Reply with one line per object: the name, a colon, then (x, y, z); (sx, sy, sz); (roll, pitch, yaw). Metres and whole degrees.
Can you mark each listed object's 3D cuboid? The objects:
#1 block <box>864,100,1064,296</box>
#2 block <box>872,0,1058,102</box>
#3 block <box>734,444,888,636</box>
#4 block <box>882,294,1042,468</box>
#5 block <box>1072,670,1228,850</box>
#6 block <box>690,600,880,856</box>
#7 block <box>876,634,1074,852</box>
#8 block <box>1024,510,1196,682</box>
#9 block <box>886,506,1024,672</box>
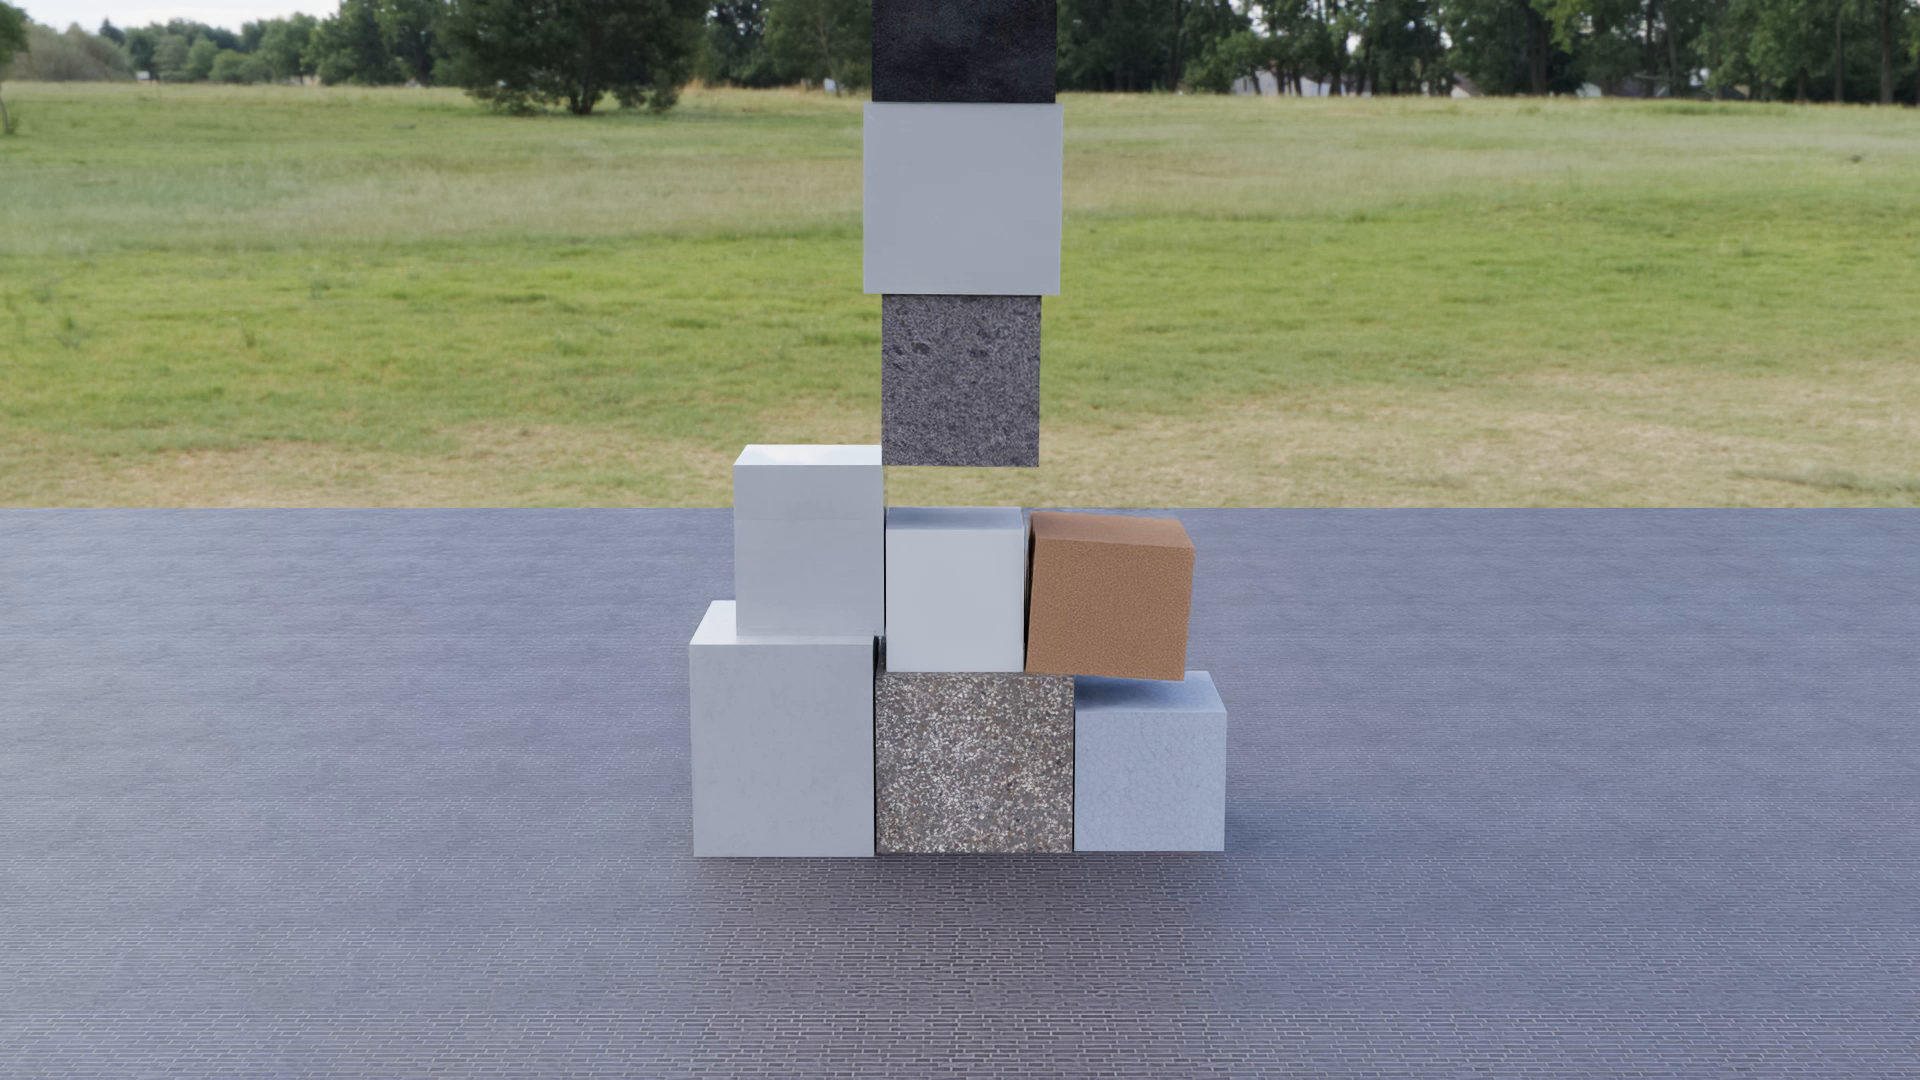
block: (0.013, -1.698, 10.877); (0.945, 0.906, 0.838); (1, 10, 0)
block: (0.021, -2.514, 10.738); (0.866, 0.750, 0.889); (1, 10, 0)
block: (-0.743, -0.010, 11.186); (0.734, 0.857, 0.723); (0, 10, 0)
block: (0.004, -0.842, 11.043); (0.768, 0.838, 0.790); (1, 10, 0)
block: (0.946, 1.127, 11.366); (0.751, 0.716, 0.864); (0, 10, 0)
block: (-0.874, 0.948, 11.333); (0.895, 1.081, 1.040); (0, 10, 0)
block: (0.072, 1.033, 11.375); (0.977, 0.897, 0.957); (0, 10, 0)
block: (0.740, 0.273, 11.234); (0.784, 0.673, 0.816); (4, 10, -1)
block: (-0.025, 0.241, 11.216); (0.681, 0.718, 0.696); (0, 10, 0)
